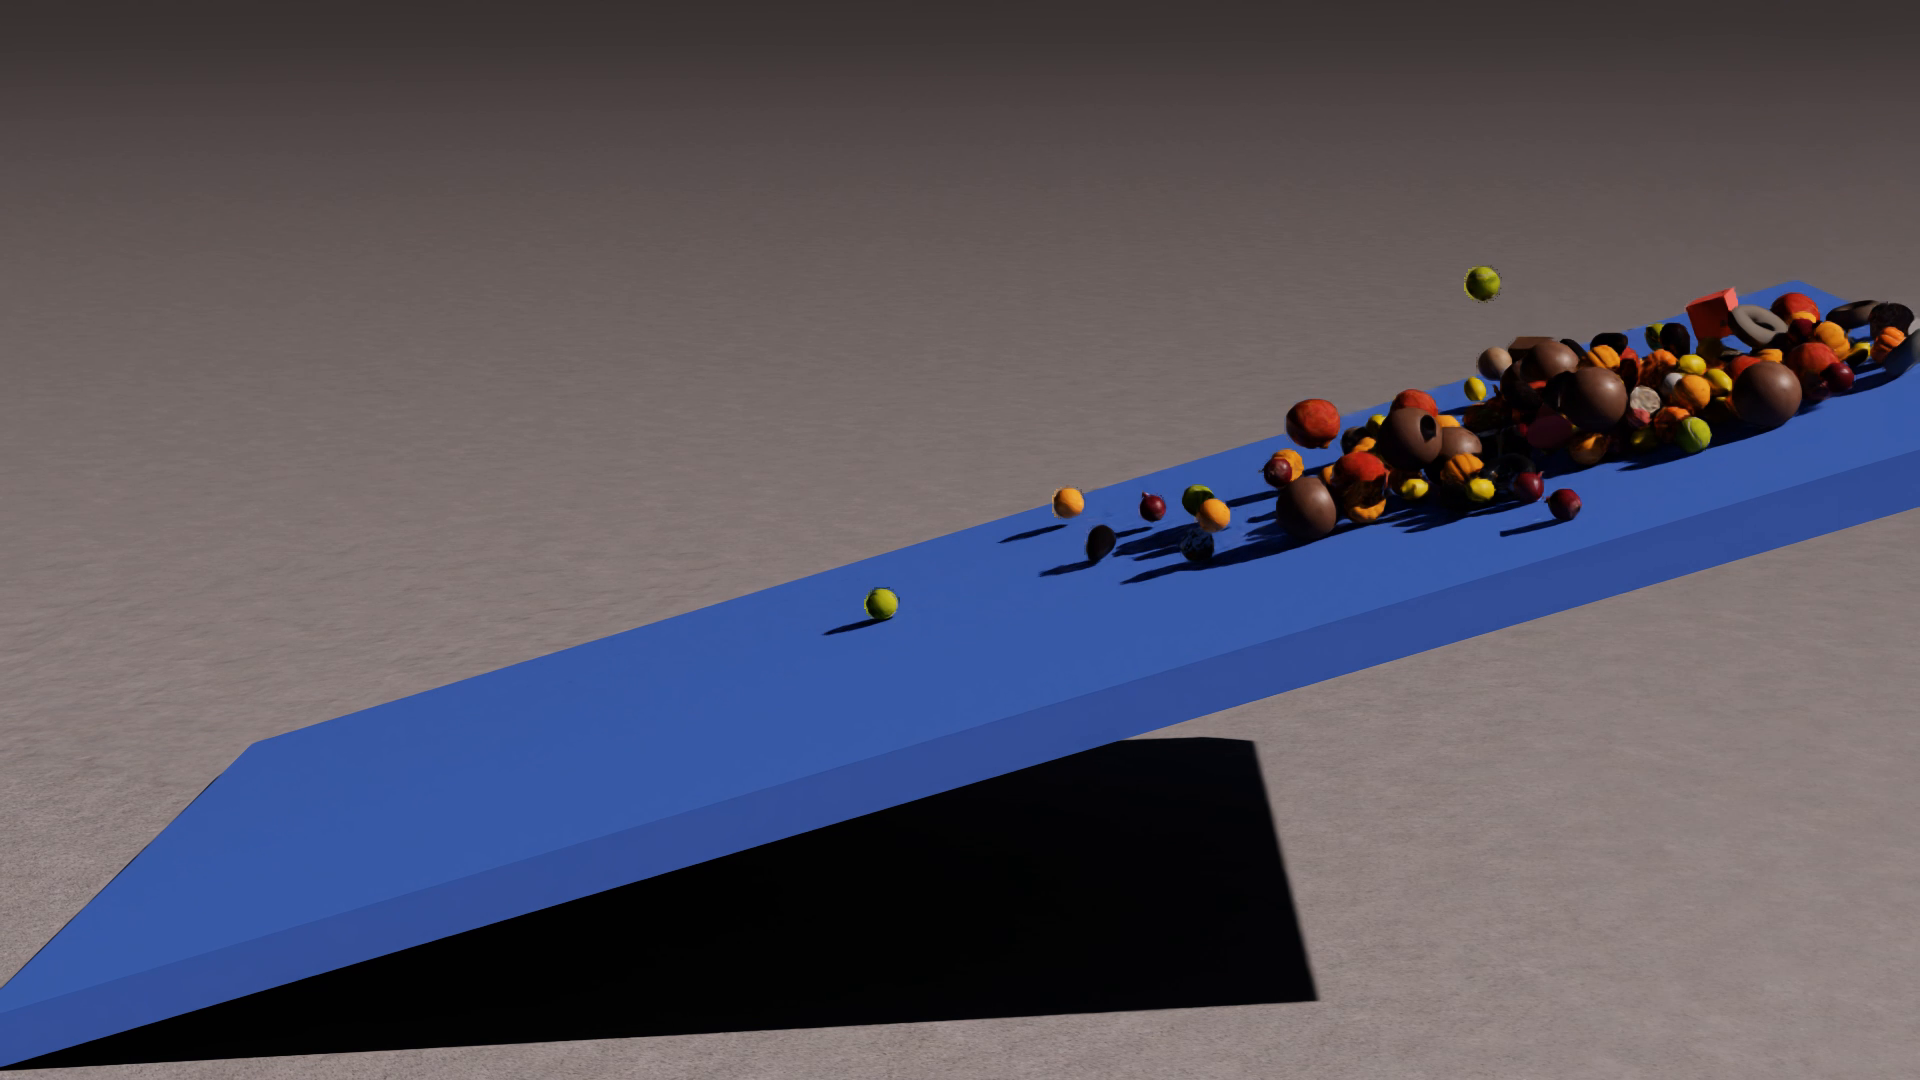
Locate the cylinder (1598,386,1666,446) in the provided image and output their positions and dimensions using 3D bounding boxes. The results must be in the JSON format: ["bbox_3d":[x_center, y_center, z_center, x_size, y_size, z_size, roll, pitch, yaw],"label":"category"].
[{"bbox_3d":[1.346,-0.249,5.893,0.094,0.094,0.094,-8,-14,-34],"label":"cylinder"}]

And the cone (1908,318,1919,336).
[{"bbox_3d":[1.942,-0.405,5.965,0.067,0.067,0.067,-1,-19,-7],"label":"cone"}]

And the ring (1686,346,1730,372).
[{"bbox_3d":[1.638,-0.396,6.422,0.103,0.034,0.103,-19,10,3],"label":"ring"}]

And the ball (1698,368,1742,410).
[{"bbox_3d":[1.541,-0.307,5.967,0.084,0.084,0.084,0,11,0],"label":"ball"}]

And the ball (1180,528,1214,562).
[{"bbox_3d":[0.492,0.012,6.083,0.070,0.070,0.070,0,11,0],"label":"ball"}]

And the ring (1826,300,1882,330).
[{"bbox_3d":[1.941,-0.489,6.384,0.121,0.040,0.121,-16,9,3],"label":"ring"}]

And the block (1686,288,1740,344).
[{"bbox_3d":[1.599,-0.474,6.222,0.085,0.085,0.085,-17,7,31],"label":"block"}]

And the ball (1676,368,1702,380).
[{"bbox_3d":[1.518,-0.325,6.139,0.071,0.071,0.071,0,11,0],"label":"ball"}]

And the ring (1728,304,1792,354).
[{"bbox_3d":[1.654,-0.437,6.080,0.139,0.046,0.139,16,34,-11],"label":"ring"}]

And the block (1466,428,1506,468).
[{"bbox_3d":[1.104,-0.193,6.164,0.060,0.060,0.060,-13,11,24],"label":"block"}]

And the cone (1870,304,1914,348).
[{"bbox_3d":[1.943,-0.434,6.086,0.093,0.093,0.093,8,-4,35],"label":"cone"}]

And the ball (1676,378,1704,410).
[{"bbox_3d":[1.500,-0.299,6.040,0.067,0.067,0.067,0,11,0],"label":"ball"}]

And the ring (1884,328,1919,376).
[{"bbox_3d":[1.868,-0.375,5.753,0.139,0.046,0.139,-37,-12,-9],"label":"ring"}]

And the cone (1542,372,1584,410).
[{"bbox_3d":[1.282,-0.292,6.151,0.090,0.090,0.090,32,-10,-36],"label":"cone"}]

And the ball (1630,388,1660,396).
[{"bbox_3d":[1.388,-0.270,5.989,0.086,0.086,0.086,0,11,0],"label":"ball"}]

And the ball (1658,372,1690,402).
[{"bbox_3d":[1.451,-0.310,5.978,0.060,0.060,0.060,0,11,0],"label":"ball"}]

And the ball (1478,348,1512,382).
[{"bbox_3d":[1.209,-0.397,6.642,0.078,0.078,0.078,0,11,0],"label":"ball"}]

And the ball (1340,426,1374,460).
[{"bbox_3d":[0.894,-0.218,6.608,0.077,0.077,0.077,0,11,0],"label":"ball"}]

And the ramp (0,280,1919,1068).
[{"bbox_3d":[0.097,0.184,6.314,4.000,0.100,2.000,-17,10,5],"label":"ramp"}]

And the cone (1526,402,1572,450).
[{"bbox_3d":[1.175,-0.245,5.892,0.091,0.091,0.091,0,44,0],"label":"cone"}]

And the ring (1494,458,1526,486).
[{"bbox_3d":[1.106,-0.138,5.914,0.077,0.026,0.077,-35,-9,-7],"label":"ring"}]

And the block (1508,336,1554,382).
[{"bbox_3d":[1.307,-0.413,6.724,0.080,0.080,0.080,2,25,27],"label":"block"}]

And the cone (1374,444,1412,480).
[{"bbox_3d":[0.948,-0.165,6.351,0.078,0.078,0.078,7,7,-28],"label":"cone"}]

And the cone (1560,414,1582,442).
[{"bbox_3d":[1.260,-0.218,6.123,0.063,0.063,0.063,3,43,16],"label":"cone"}]

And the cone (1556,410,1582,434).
[{"bbox_3d":[1.274,-0.241,6.179,0.090,0.090,0.090,-9,33,-37],"label":"cone"}]

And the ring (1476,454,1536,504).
[{"bbox_3d":[1.076,-0.122,5.793,0.123,0.041,0.123,-18,38,15],"label":"ring"}]

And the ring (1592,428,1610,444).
[{"bbox_3d":[1.331,-0.218,6.001,0.086,0.029,0.086,-12,9,2],"label":"ring"}]
